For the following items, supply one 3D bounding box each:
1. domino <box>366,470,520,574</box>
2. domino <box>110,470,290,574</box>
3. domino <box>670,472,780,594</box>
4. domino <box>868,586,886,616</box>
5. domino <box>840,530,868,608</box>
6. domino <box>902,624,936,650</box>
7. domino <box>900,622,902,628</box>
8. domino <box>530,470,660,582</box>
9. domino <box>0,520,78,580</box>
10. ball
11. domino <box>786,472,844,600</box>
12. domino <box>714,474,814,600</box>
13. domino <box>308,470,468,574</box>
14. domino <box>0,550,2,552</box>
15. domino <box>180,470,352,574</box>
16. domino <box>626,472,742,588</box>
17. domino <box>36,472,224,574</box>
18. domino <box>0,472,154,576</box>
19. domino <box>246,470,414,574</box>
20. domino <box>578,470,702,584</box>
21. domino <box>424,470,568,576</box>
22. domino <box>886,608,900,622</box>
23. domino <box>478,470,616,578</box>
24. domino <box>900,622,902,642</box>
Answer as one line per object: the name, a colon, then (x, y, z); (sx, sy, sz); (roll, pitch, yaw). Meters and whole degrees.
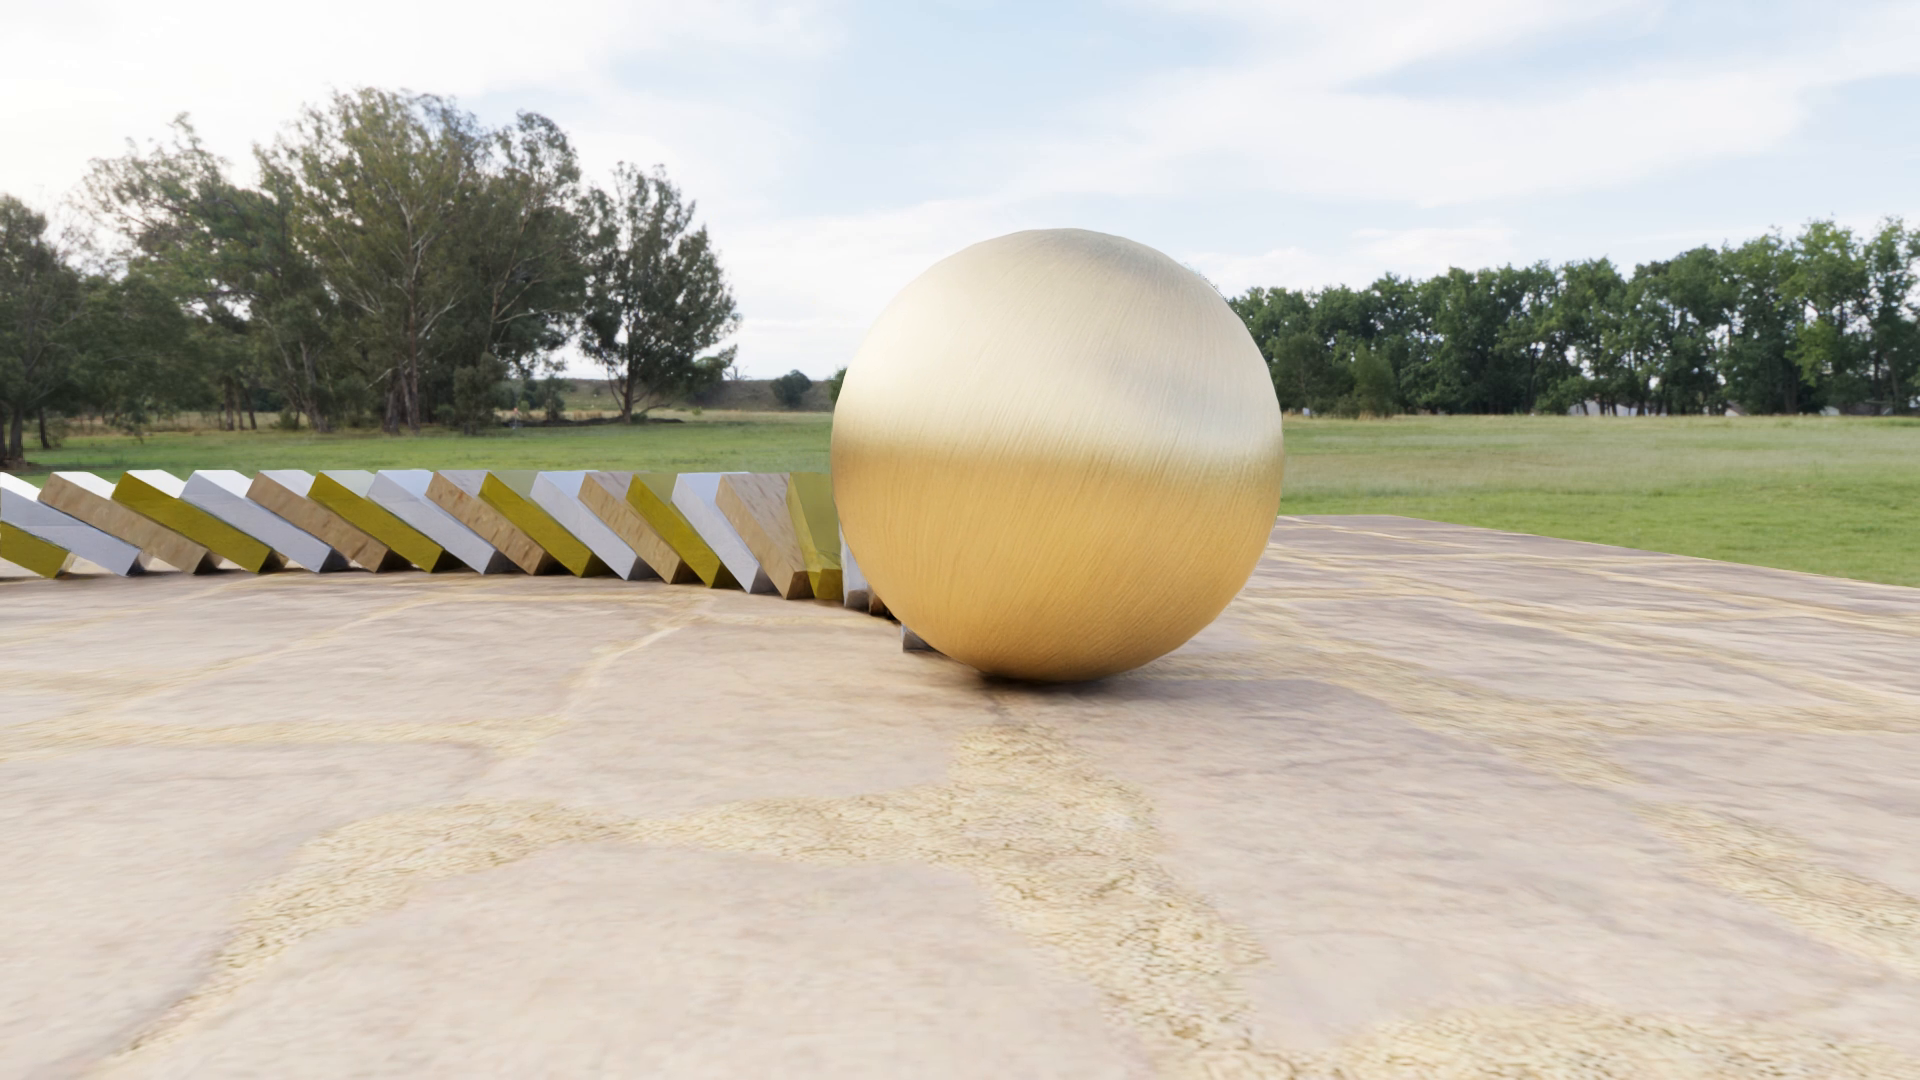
domino: (-0.171, -0.007, 0.433); (0.050, 0.009, 0.025); (32, 11, 10)
domino: (-0.250, -0.006, 0.427); (0.050, 0.009, 0.025); (30, -1, -9)
domino: (-0.063, -0.003, 0.385); (0.025, 0.009, 0.050); (-4, 36, -42)
domino: (-0.012, -0.006, 0.328); (0.025, 0.050, 0.010); (-1, -28, -10)
domino: (-0.019, -0.006, 0.340); (0.025, 0.050, 0.009); (0, -32, -12)
domino: (0.000, -0.002, 0.272); (0.025, 0.050, 0.009); (0, -27, -5)
domino: (-0.002, -0.004, 0.306); (0.025, 0.050, 0.010); (0, -27, -5)
domino: (-0.114, -0.005, 0.417); (0.050, 0.009, 0.025); (36, 21, 24)
domino: (-0.306, -0.004, 0.402); (0.050, 0.010, 0.025); (31, -10, -24)
ball: (0.017, -0.015, 0.229); (0.080, 0.080, 0.080); (0, 4, 0)
domino: (-0.032, -0.002, 0.359); (0.025, 0.009, 0.050); (3, 32, -20)
domino: (-0.049, -0.002, 0.371); (0.025, 0.009, 0.050); (-3, 36, -36)
domino: (-0.191, -0.007, 0.435); (0.050, 0.010, 0.025); (31, 8, 5)
domino: (-0.321, -0.003, 0.388); (0.050, 0.009, 0.025); (32, -14, -31)
domino: (-0.231, -0.007, 0.432); (0.050, 0.010, 0.025); (30, 2, -5)
domino: (-0.079, -0.004, 0.397); (0.025, 0.009, 0.050); (-4, 36, -48)
domino: (-0.270, -0.006, 0.421); (0.050, 0.009, 0.025); (30, -3, -13)
domino: (-0.288, -0.005, 0.413); (0.050, 0.010, 0.025); (30, -6, -18)
domino: (-0.211, -0.007, 0.434); (0.050, 0.009, 0.025); (31, 5, 1)
domino: (-0.096, -0.005, 0.408); (0.050, 0.009, 0.025); (38, 24, 28)
domino: (-0.151, -0.007, 0.430); (0.050, 0.009, 0.025); (33, 15, 15)
domino: (-0.006, -0.005, 0.316); (0.025, 0.050, 0.009); (0, -27, -5)
domino: (-0.132, -0.006, 0.425); (0.050, 0.009, 0.025); (35, 18, 20)
domino: (-0.001, -0.003, 0.283); (0.025, 0.050, 0.010); (0, -27, -5)
